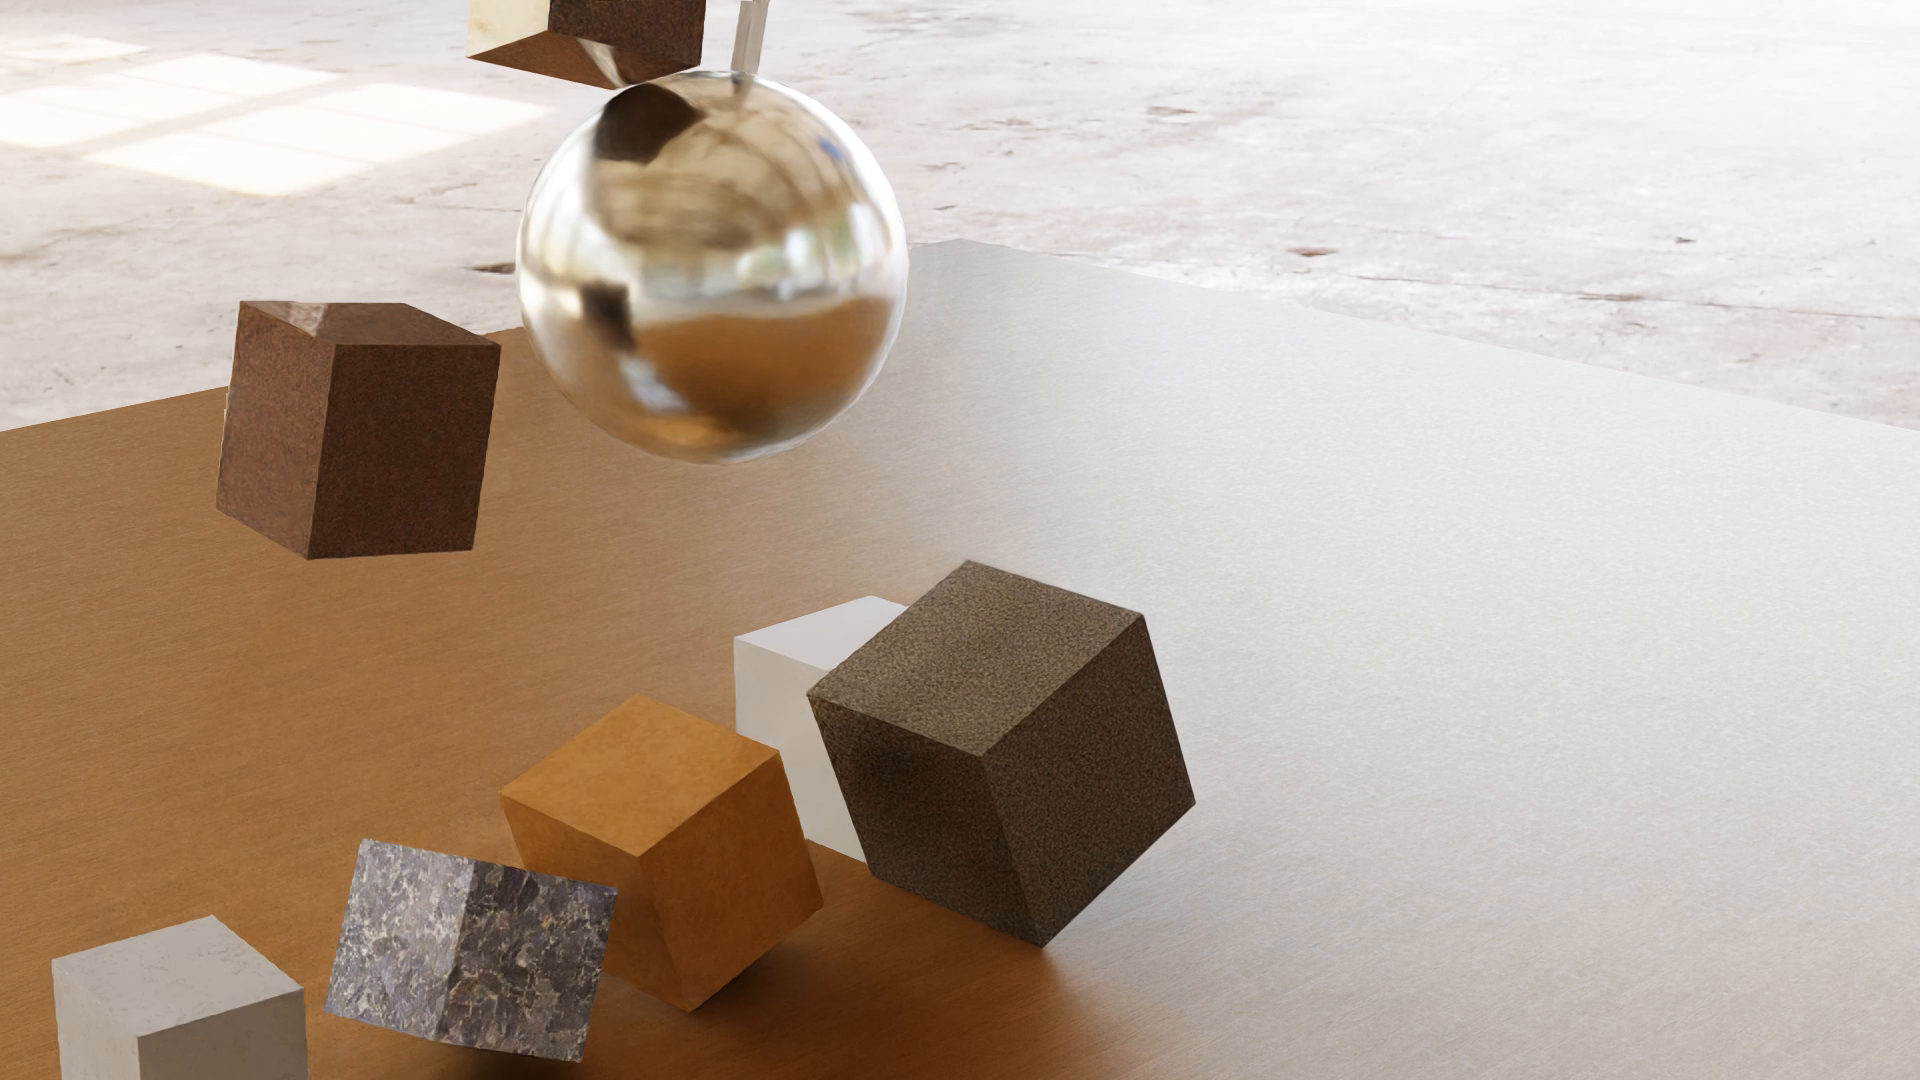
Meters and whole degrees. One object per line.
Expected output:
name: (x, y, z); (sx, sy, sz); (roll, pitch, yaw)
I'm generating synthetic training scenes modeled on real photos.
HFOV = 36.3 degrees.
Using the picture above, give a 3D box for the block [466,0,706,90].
block: (-1.447, -2.205, 11.467); (0.663, 0.682, 0.707); (8, -5, -35)

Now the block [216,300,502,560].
block: (-2.226, -0.417, 10.838); (0.714, 0.791, 0.642); (-4, 20, -45)

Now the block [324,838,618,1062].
block: (-1.913, 1.603, 11.476); (0.744, 0.687, 0.713); (3, -11, 44)

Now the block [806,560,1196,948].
block: (0.195, 0.930, 13.074); (1.083, 1.071, 1.074); (17, 45, 43)

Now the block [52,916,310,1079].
block: (-2.882, 1.946, 10.882); (0.638, 0.745, 0.770); (-13, 23, -36)

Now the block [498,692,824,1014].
block: (-1.253, 1.302, 12.355); (0.917, 0.818, 0.794); (18, 42, 42)

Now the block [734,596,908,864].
block: (-0.399, 0.897, 14.015); (0.895, 0.885, 1.012); (-17, 24, -42)

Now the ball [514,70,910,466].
ball: (-1.007, -1.104, 11.939); (1.600, 1.600, 1.600); (0, 17, 0)

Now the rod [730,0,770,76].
rod: (-0.436, -4.426, 11.493); (0.080, 5.200, 0.080); (17, 10, 42)
